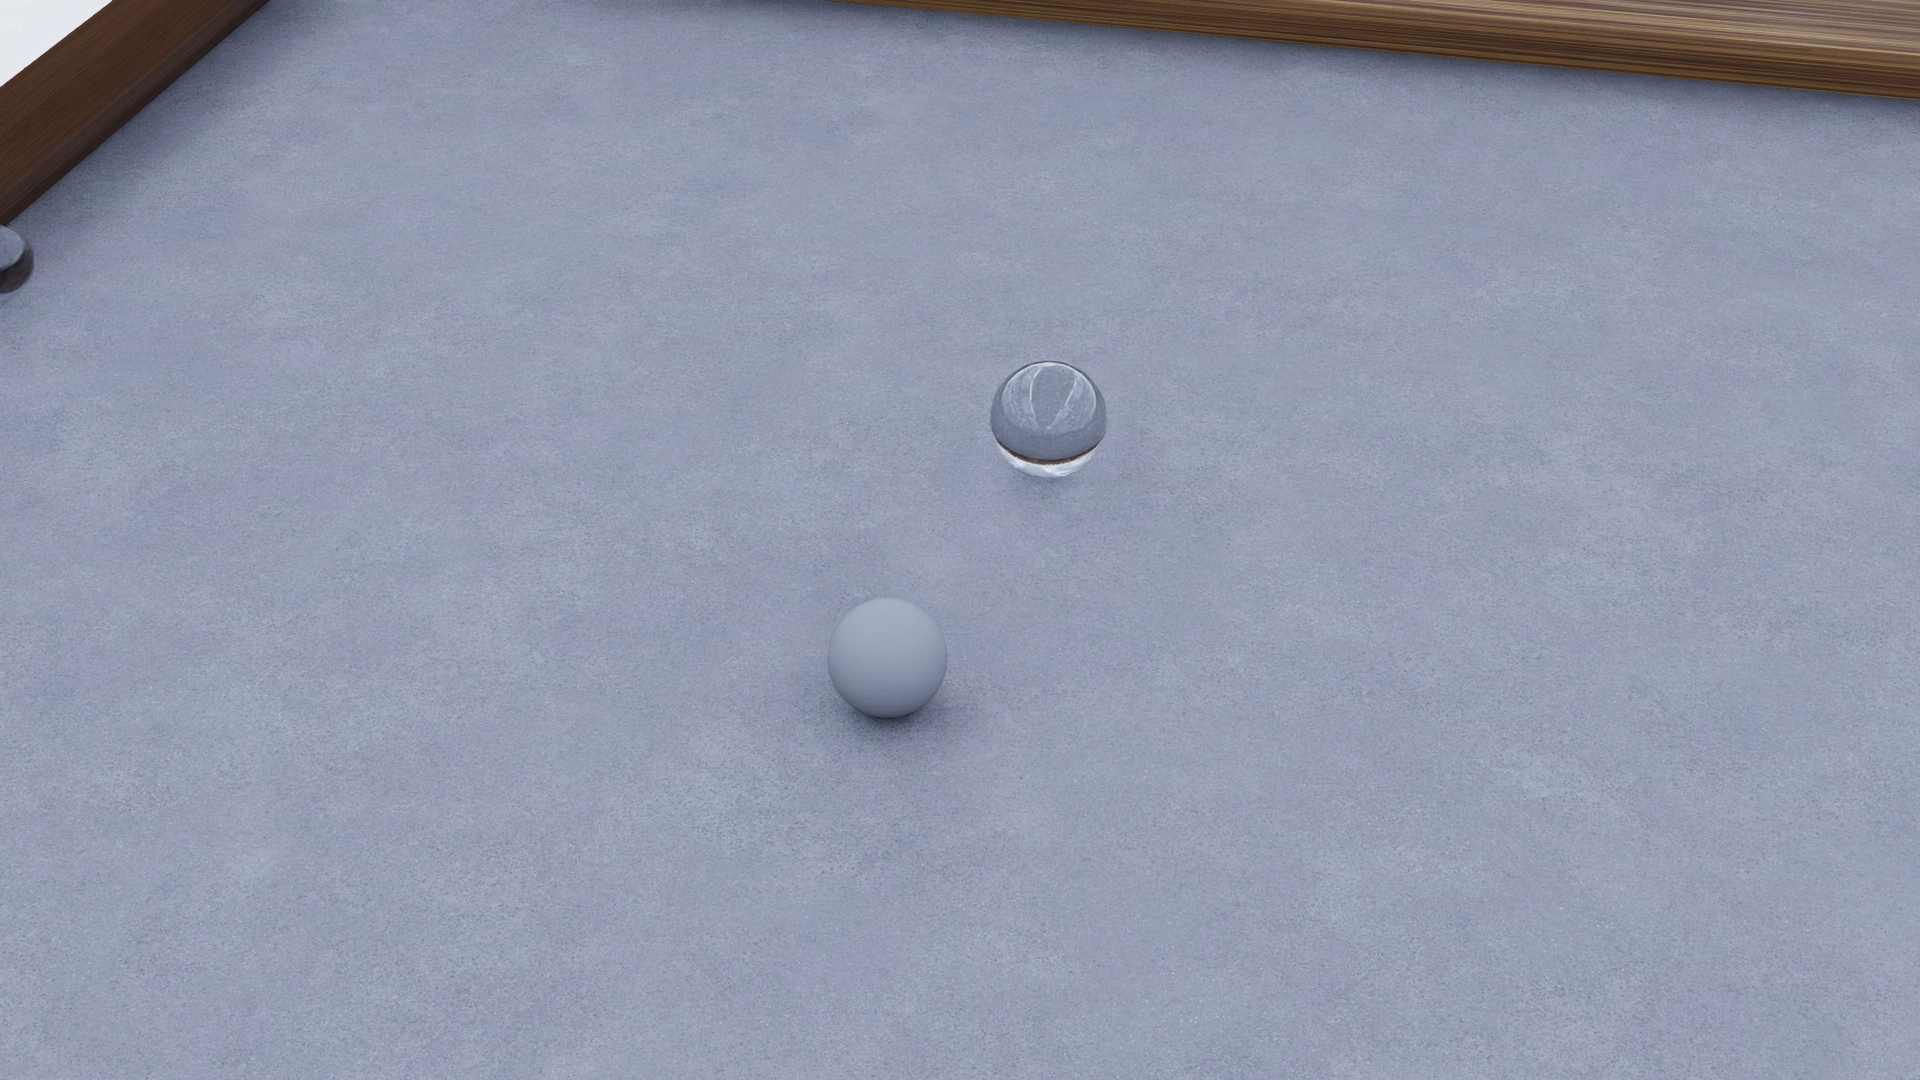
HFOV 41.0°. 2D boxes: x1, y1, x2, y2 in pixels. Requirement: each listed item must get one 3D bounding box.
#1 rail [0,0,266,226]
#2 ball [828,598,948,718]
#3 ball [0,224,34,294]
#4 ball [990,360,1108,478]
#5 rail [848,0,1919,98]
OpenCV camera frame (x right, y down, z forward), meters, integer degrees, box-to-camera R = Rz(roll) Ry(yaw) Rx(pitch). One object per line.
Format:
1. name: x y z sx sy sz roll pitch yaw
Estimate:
1. rail: -0.948 -0.143 2.059 0.045 0.121 2.107 7 35 11
2. ball: -0.050 0.081 1.766 0.083 0.083 0.083 0 34 0
3. ball: -0.852 -0.248 2.266 0.062 0.062 0.062 0 34 0
4. ball: 0.070 -0.095 2.015 0.093 0.093 0.093 0 34 0
5. rail: 1.205 -0.457 2.520 3.990 0.121 0.045 7 35 11
